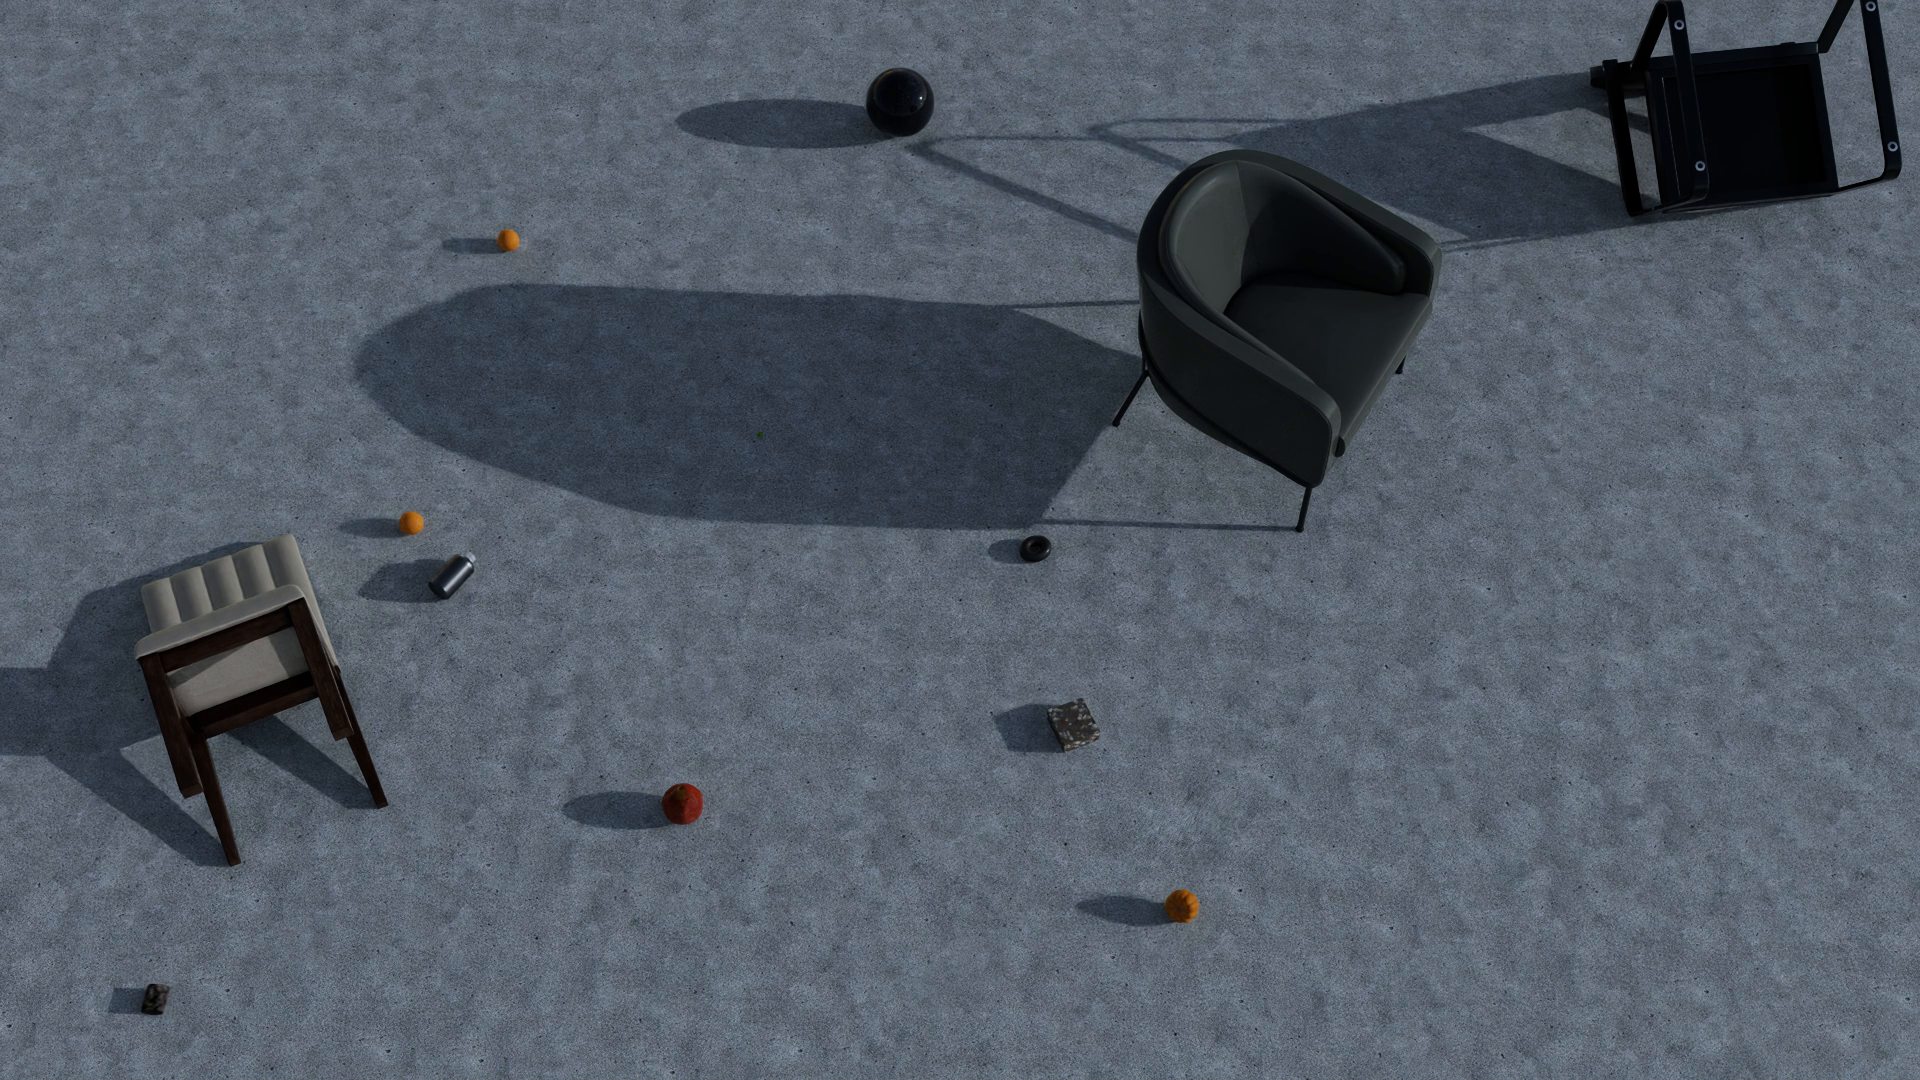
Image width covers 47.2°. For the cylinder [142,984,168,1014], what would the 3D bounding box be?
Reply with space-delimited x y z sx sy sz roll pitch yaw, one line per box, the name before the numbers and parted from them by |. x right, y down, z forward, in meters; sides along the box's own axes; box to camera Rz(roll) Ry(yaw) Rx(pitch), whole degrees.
cylinder | -2.102 1.200 5.746 0.059 0.037 0.071 -26 27 6

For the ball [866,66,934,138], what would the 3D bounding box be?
ball | -0.202 -1.477 7.424 0.234 0.234 0.234 0 56 0

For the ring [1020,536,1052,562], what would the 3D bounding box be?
ring | 0.224 0.026 6.536 0.101 0.035 0.085 -27 61 -16

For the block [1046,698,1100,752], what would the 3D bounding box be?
block | 0.319 0.521 6.195 0.109 0.049 0.119 -19 58 -13
